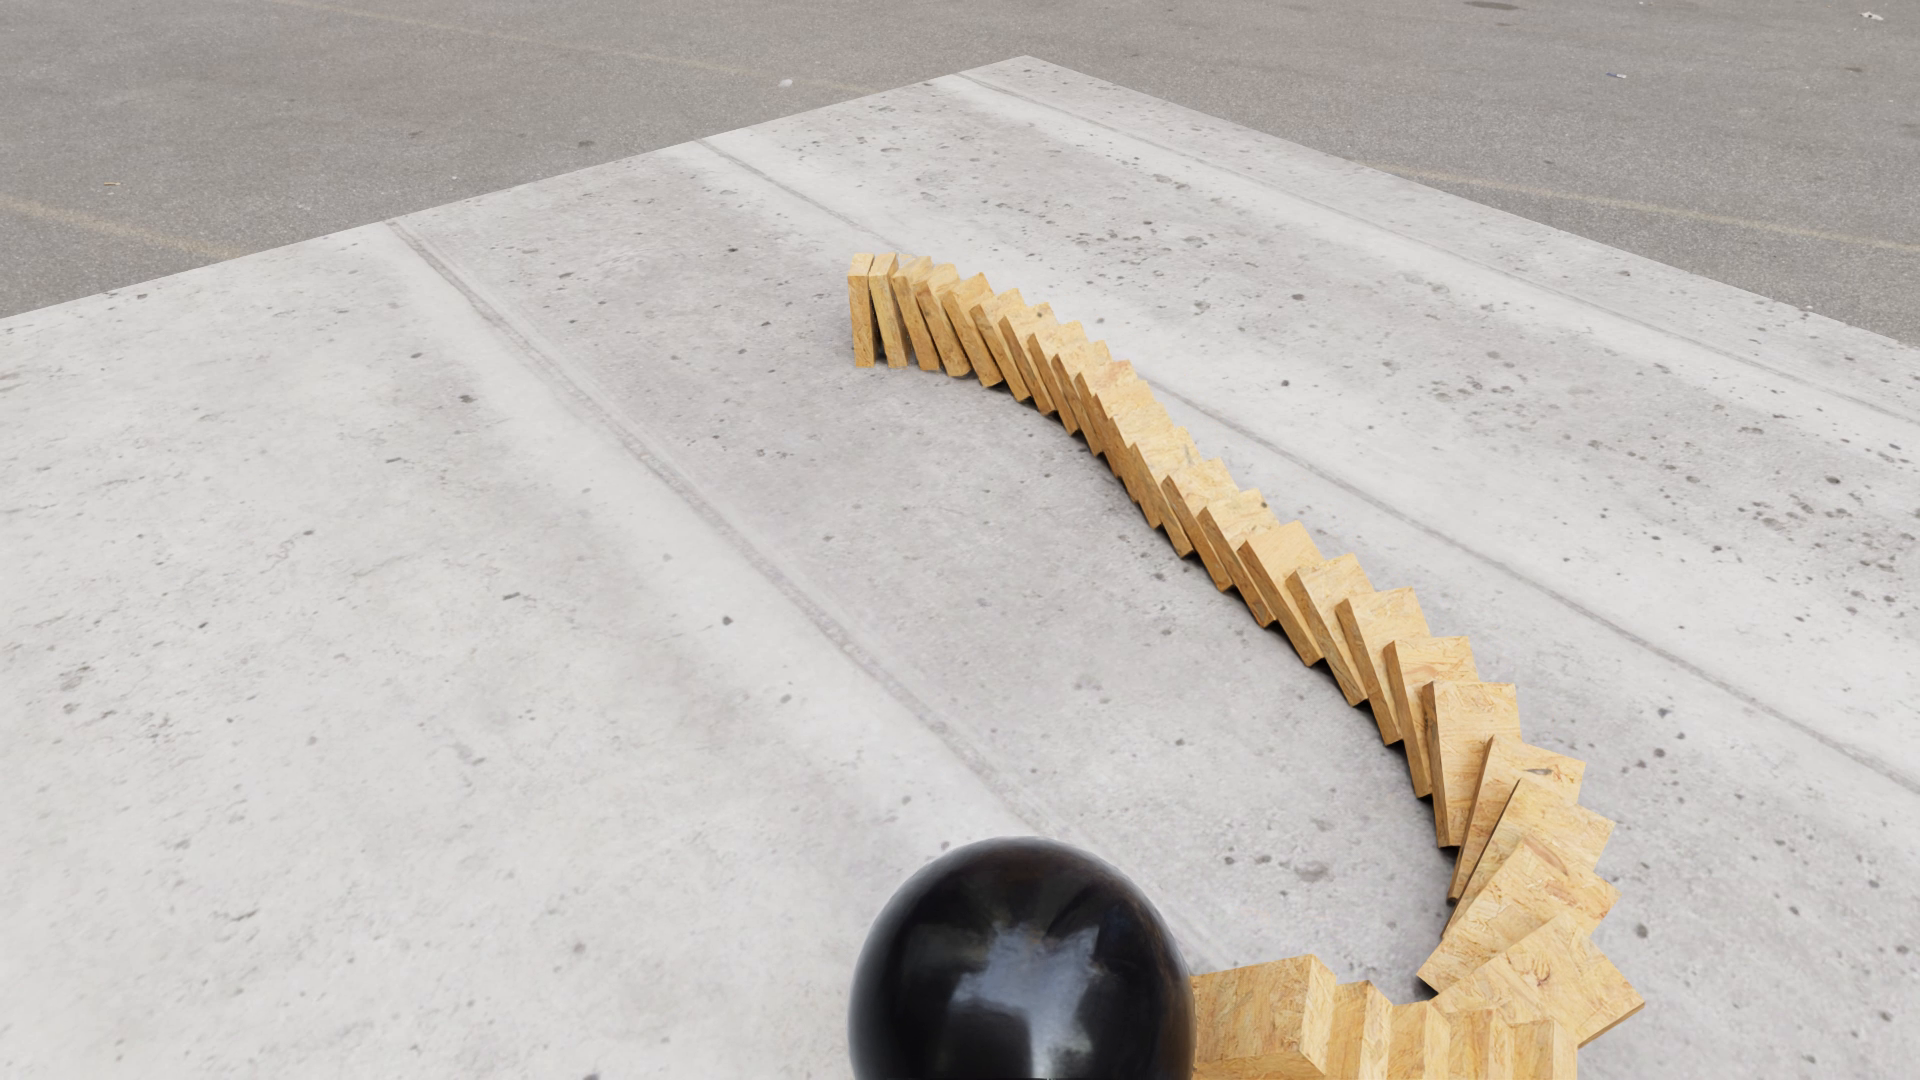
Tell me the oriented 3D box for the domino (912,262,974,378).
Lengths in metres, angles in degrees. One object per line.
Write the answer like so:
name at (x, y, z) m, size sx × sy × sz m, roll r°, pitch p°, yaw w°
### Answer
domino at (-0.004, -0.109, 0.545) m, size 0.010 × 0.050 × 0.025 m, roll -3°, pitch 31°, yaw 38°

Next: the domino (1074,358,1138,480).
domino at (0.072, -0.054, 0.489) m, size 0.025 × 0.010 × 0.050 m, roll -16°, pitch 76°, yaw -19°

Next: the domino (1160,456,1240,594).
domino at (0.103, -0.006, 0.434) m, size 0.025 × 0.010 × 0.050 m, roll -19°, pitch 71°, yaw -22°

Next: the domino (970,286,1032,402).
domino at (0.028, -0.095, 0.533) m, size 0.025 × 0.050 × 0.010 m, roll -30°, pitch 4°, yaw -31°

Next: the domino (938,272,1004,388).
domino at (0.012, -0.103, 0.540) m, size 0.010 × 0.050 × 0.025 m, roll -11°, pitch 22°, yaw 49°

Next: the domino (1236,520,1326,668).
domino at (0.126, 0.019, 0.404) m, size 0.025 × 0.010 × 0.050 m, roll -19°, pitch 68°, yaw -22°

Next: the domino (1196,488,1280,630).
domino at (0.114, 0.006, 0.419) m, size 0.025 × 0.009 × 0.050 m, roll -19°, pitch 69°, yaw -22°

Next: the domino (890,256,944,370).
domino at (-0.017, -0.113, 0.549) m, size 0.010 × 0.050 × 0.025 m, roll 1°, pitch 35°, yaw 32°

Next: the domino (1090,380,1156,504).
domino at (0.078, -0.043, 0.475) m, size 0.025 × 0.010 × 0.050 m, roll -16°, pitch 75°, yaw -19°

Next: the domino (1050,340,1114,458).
domino at (0.063, -0.065, 0.501) m, size 0.025 × 0.010 × 0.050 m, roll -19°, pitch 78°, yaw -22°

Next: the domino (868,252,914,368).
domino at (-0.034, -0.115, 0.551) m, size 0.009 × 0.050 × 0.025 m, roll -2°, pitch 38°, yaw 13°

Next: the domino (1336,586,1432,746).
domino at (0.149, 0.042, 0.374) m, size 0.025 × 0.009 × 0.050 m, roll -8°, pitch 68°, yaw -12°

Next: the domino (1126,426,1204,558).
domino at (0.091, -0.020, 0.448) m, size 0.025 × 0.009 × 0.050 m, roll -19°, pitch 75°, yaw -21°

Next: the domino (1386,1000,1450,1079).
domino at (0.090, 0.127, 0.262) m, size 0.009 × 0.050 × 0.025 m, roll 46°, pitch 42°, yaw -13°

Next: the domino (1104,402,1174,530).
domino at (0.083, -0.031, 0.462) m, size 0.025 × 0.009 × 0.050 m, roll -17°, pitch 75°, yaw -20°

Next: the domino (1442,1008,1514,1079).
domino at (0.104, 0.128, 0.261) m, size 0.009 × 0.050 × 0.025 m, roll 46°, pitch 44°, yaw -13°

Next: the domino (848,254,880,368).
domino at (-0.048, -0.115, 0.552) m, size 0.009 × 0.050 × 0.025 m, roll 2°, pitch 39°, yaw 4°

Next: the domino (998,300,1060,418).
domino at (0.041, -0.086, 0.524) m, size 0.025 × 0.010 × 0.050 m, roll -24°, pitch 87°, yaw -27°

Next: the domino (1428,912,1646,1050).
domino at (0.141, 0.119, 0.277) m, size 0.050 × 0.010 × 0.025 m, roll -37°, pitch 49°, yaw 6°

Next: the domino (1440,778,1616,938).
domino at (0.157, 0.095, 0.305) m, size 0.025 × 0.009 × 0.050 m, roll 27°, pitch 82°, yaw 25°

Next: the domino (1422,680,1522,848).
domino at (0.160, 0.069, 0.340) m, size 0.025 × 0.009 × 0.050 m, roll 2°, pitch 70°, yaw 2°

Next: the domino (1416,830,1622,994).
domino at (0.148, 0.105, 0.293) m, size 0.025 × 0.009 × 0.050 m, roll 38°, pitch 87°, yaw 33°

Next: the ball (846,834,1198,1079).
ball at (0.014, 0.110, 0.254) m, size 0.080 × 0.080 × 0.080 m, roll 0°, pitch 39°, yaw 0°

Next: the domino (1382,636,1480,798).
domino at (0.156, 0.057, 0.356) m, size 0.025 × 0.010 × 0.050 m, roll -3°, pitch 67°, yaw -3°

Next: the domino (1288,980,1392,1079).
domino at (0.078, 0.124, 0.266) m, size 0.009 × 0.050 × 0.025 m, roll 46°, pitch 42°, yaw -13°

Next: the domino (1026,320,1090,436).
domino at (0.053, -0.076, 0.513) m, size 0.025 × 0.009 × 0.050 m, roll -20°, pitch 81°, yaw -22°

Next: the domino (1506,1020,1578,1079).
domino at (0.118, 0.129, 0.259) m, size 0.009 × 0.050 × 0.025 m, roll 45°, pitch 45°, yaw -13°

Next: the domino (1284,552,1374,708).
domino at (0.139, 0.031, 0.389) m, size 0.025 × 0.010 × 0.050 m, roll -15°, pitch 68°, yaw -18°

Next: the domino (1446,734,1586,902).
domino at (0.162, 0.085, 0.321) m, size 0.025 × 0.010 × 0.050 m, roll 17°, pitch 72°, yaw 20°

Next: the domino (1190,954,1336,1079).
domino at (0.067, 0.120, 0.271) m, size 0.010 × 0.050 × 0.025 m, roll 46°, pitch 42°, yaw -13°
